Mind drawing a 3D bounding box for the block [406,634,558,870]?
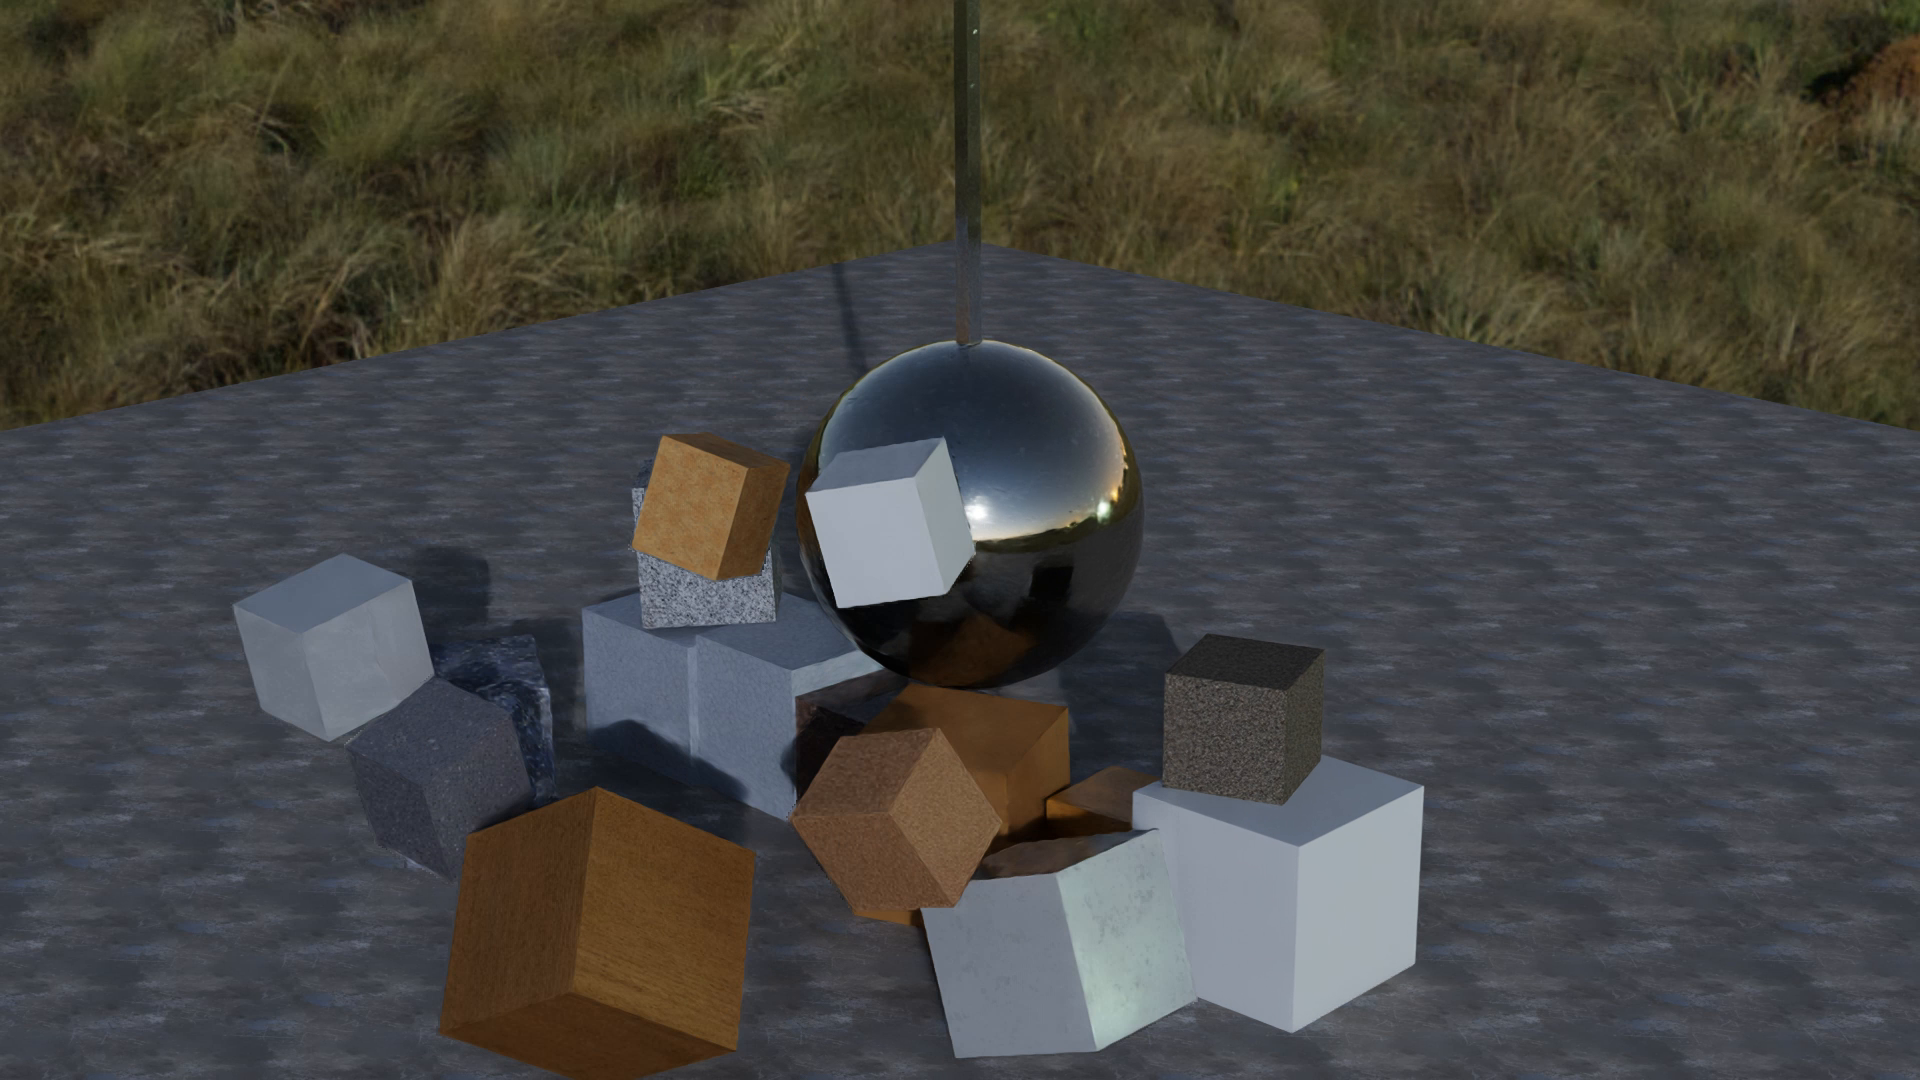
[{"bbox_3d":[-2.300,0.986,13.812,0.707,0.817,0.763,-6,18,-12],"label":"block"}]

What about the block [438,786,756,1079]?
[{"bbox_3d":[-1.376,1.532,11.198,0.792,0.802,0.795,-22,-38,39],"label":"block"}]

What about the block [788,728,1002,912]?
[{"bbox_3d":[-0.247,1.095,11.436,0.507,0.520,0.455,-9,36,38],"label":"block"}]

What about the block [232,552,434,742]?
[{"bbox_3d":[-2.822,0.477,13.259,0.595,0.542,0.559,-29,32,-36],"label":"block"}]

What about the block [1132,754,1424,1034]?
[{"bbox_3d":[1.336,1.434,12.408,0.859,0.823,0.876,15,23,40],"label":"block"}]

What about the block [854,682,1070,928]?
[{"bbox_3d":[0.003,1.204,13.021,0.771,0.828,0.697,8,25,23],"label":"block"}]

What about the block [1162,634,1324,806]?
[{"bbox_3d":[1.199,0.750,12.369,0.526,0.507,0.548,7,19,22],"label":"block"}]

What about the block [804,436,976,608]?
[{"bbox_3d":[-0.288,-0.073,12.292,0.485,0.527,0.460,-8,20,20],"label":"block"}]

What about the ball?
[{"bbox_3d":[0.047,-0.120,13.353,1.600,1.600,1.600,0,17,0],"label":"ball"}]

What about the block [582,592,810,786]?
[{"bbox_3d":[-1.295,0.688,14.948,0.904,0.725,0.842,-16,24,-42],"label":"block"}]

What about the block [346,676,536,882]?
[{"bbox_3d":[-2.096,0.964,11.887,0.442,0.528,0.496,22,47,32],"label":"block"}]

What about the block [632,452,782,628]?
[{"bbox_3d":[-1.252,-0.002,14.639,0.654,0.710,0.634,-3,14,0],"label":"block"}]

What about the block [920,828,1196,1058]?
[{"bbox_3d":[0.385,1.603,11.667,0.721,0.703,0.681,-11,3,40],"label":"block"}]

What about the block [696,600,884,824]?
[{"bbox_3d":[-0.768,0.833,14.387,0.747,0.783,0.715,-16,23,-41],"label":"block"}]

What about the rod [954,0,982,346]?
[{"bbox_3d":[0.020,-3.355,12.308,0.080,5.200,0.080,17,25,42],"label":"rod"}]

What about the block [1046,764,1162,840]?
[{"bbox_3d":[0.773,1.401,12.930,0.602,0.574,0.508,13,22,36],"label":"block"}]

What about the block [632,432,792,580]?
[{"bbox_3d":[-1.137,-0.158,13.434,0.455,0.539,0.437,21,12,20],"label":"block"}]

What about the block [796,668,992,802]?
[{"bbox_3d":[-0.288,1.053,13.913,0.691,0.648,0.693,-16,23,-41],"label":"block"}]
